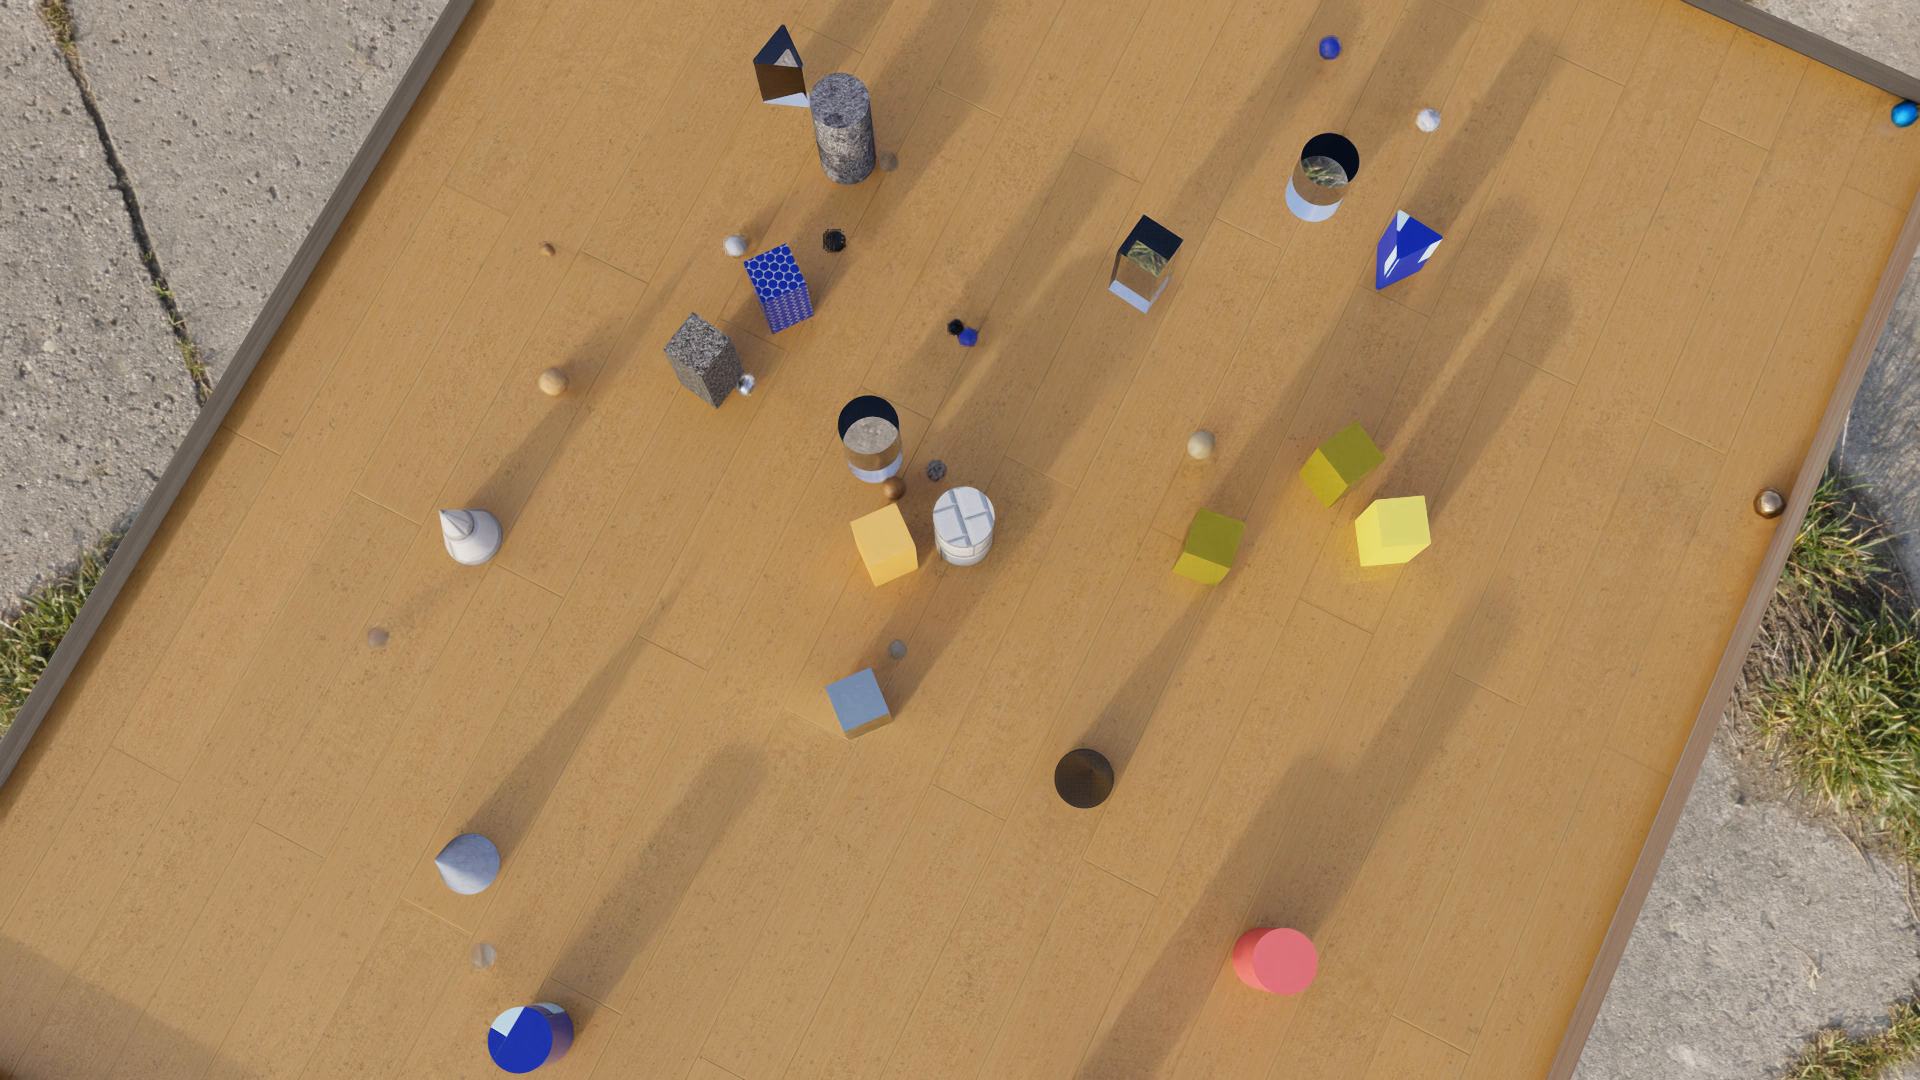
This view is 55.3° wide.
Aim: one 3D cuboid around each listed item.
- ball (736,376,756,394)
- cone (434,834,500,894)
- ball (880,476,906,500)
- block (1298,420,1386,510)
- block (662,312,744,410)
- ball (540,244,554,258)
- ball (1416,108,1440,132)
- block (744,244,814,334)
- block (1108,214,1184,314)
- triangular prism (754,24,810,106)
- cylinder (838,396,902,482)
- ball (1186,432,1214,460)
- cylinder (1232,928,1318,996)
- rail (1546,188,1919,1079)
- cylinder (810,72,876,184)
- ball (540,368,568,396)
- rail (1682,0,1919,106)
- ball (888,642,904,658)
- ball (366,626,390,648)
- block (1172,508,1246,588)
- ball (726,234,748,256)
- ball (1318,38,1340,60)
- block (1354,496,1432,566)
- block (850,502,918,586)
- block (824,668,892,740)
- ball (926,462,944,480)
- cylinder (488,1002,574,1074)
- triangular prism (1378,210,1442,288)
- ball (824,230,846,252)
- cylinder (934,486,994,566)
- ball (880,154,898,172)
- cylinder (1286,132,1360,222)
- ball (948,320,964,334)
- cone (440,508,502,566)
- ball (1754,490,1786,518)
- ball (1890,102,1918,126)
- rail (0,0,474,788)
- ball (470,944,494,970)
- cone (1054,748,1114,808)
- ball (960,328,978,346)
[{"bbox_3d":[-0.664,-0.481,5.686,0.059,0.059,0.059,0,78,0],"label":"ball"},{"bbox_3d":[-1.451,0.920,5.236,0.178,0.372,0.178,0,78,0],"label":"cone"},{"bbox_3d":[-0.204,-0.158,5.610,0.076,0.076,0.076,0,78,0],"label":"ball"},{"bbox_3d":[1.144,-0.222,5.502,0.143,0.314,0.143,-35,80,-7],"label":"block"},{"bbox_3d":[-0.771,-0.539,5.546,0.143,0.355,0.143,36,81,7],"label":"block"},{"bbox_3d":[-1.301,-0.914,5.783,0.043,0.043,0.043,0,78,0],"label":"ball"},{"bbox_3d":[1.496,-1.340,5.856,0.073,0.073,0.073,0,78,0],"label":"ball"},{"bbox_3d":[-0.554,-0.768,5.624,0.143,0.296,0.143,-25,79,-5],"label":"block"},{"bbox_3d":[0.567,-0.842,5.618,0.143,0.337,0.143,34,80,7],"label":"block"},{"bbox_3d":[-0.553,-1.499,5.783,0.154,0.281,0.134,6,78,1],"label":"triangular prism"},{"bbox_3d":[-0.266,-0.299,5.496,0.178,0.356,0.178,0,78,0],"label":"cylinder"},{"bbox_3d":[0.738,-0.290,5.632,0.087,0.087,0.087,0,78,0],"label":"ball"},{"bbox_3d":[0.886,1.187,5.178,0.178,0.377,0.178,0,78,0],"label":"cylinder"},{"bbox_3d":[1.987,0.979,5.354,0.045,0.116,5.369,26,80,5],"label":"rail"},{"bbox_3d":[-0.358,-1.265,5.660,0.178,0.425,0.178,0,78,0],"label":"cylinder"},{"bbox_3d":[-1.257,-0.491,5.673,0.087,0.087,0.087,0,78,0],"label":"ball"},{"bbox_3d":[1.190,-2.324,6.036,4.490,0.116,0.045,26,80,5],"label":"rail"},{"bbox_3d":[-0.193,0.331,5.520,0.054,0.054,0.054,0,78,0],"label":"ball"},{"bbox_3d":[-1.753,0.293,5.522,0.067,0.067,0.067,0,78,0],"label":"ball"},{"bbox_3d":[0.738,0.025,5.453,0.143,0.309,0.143,20,79,4],"label":"block"},{"bbox_3d":[-0.704,-0.928,5.773,0.068,0.068,0.068,0,78,0],"label":"ball"},{"bbox_3d":[1.192,-1.583,5.908,0.069,0.069,0.069,0,78,0],"label":"ball"},{"bbox_3d":[1.290,-0.024,5.474,0.143,0.289,0.143,-5,78,-1],"label":"block"},{"bbox_3d":[-0.222,0.018,5.441,0.143,0.336,0.143,-24,79,-5],"label":"block"},{"bbox_3d":[-0.295,0.484,5.385,0.143,0.256,0.143,-23,79,-5],"label":"block"},{"bbox_3d":[-0.076,-0.211,5.630,0.059,0.059,0.059,0,78,0],"label":"ball"},{"bbox_3d":[-1.210,1.405,5.181,0.178,0.283,0.178,0,78,0],"label":"cylinder"},{"bbox_3d":[1.356,-0.909,5.663,0.154,0.275,0.134,-25,79,-5],"label":"triangular prism"},{"bbox_3d":[-0.393,-0.941,5.777,0.067,0.067,0.067,0,78,0],"label":"ball"},{"bbox_3d":[0.011,-0.037,5.466,0.178,0.309,0.178,0,78,0],"label":"cylinder"},{"bbox_3d":[-0.227,-1.203,5.836,0.057,0.057,0.057,0,78,0],"label":"ball"},{"bbox_3d":[1.126,-1.127,5.708,0.178,0.277,0.178,0,78,0],"label":"cylinder"},{"bbox_3d":[-0.012,-0.666,5.730,0.046,0.046,0.046,0,78,0],"label":"ball"},{"bbox_3d":[-1.492,-0.048,5.433,0.178,0.379,0.178,0,78,0],"label":"cone"},{"bbox_3d":[2.471,-0.110,5.593,0.089,0.089,0.089,0,78,0],"label":"ball"},{"bbox_3d":[3.018,-1.361,5.857,0.079,0.079,0.079,0,78,0],"label":"ball"},{"bbox_3d":[-1.987,-0.967,5.756,0.045,0.116,5.369,26,80,5],"label":"rail"},{"bbox_3d":[-1.390,1.212,5.330,0.070,0.070,0.070,0,78,0],"label":"ball"},{"bbox_3d":[0.370,0.676,5.298,0.178,0.350,0.178,0,78,0],"label":"cone"},{"bbox_3d":[0.028,-0.635,5.719,0.056,0.056,0.056,0,78,0],"label":"ball"}]
